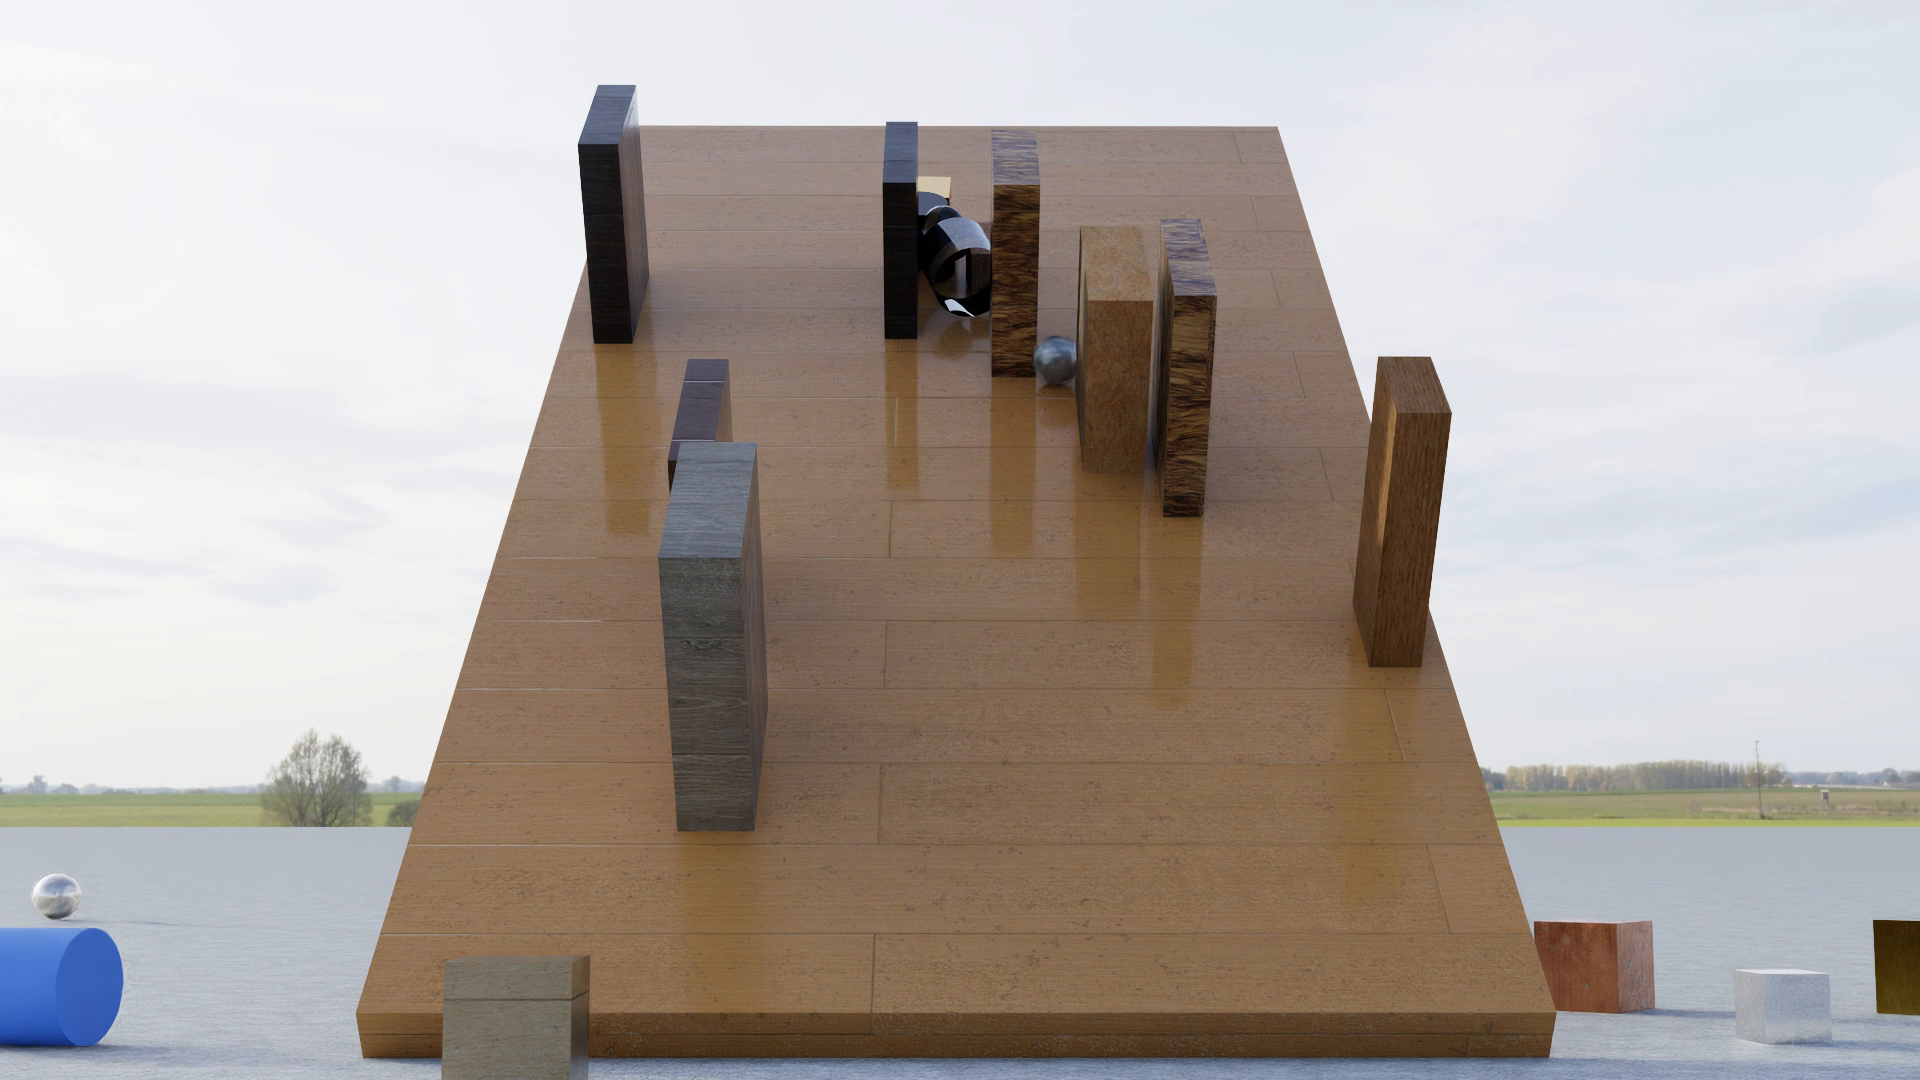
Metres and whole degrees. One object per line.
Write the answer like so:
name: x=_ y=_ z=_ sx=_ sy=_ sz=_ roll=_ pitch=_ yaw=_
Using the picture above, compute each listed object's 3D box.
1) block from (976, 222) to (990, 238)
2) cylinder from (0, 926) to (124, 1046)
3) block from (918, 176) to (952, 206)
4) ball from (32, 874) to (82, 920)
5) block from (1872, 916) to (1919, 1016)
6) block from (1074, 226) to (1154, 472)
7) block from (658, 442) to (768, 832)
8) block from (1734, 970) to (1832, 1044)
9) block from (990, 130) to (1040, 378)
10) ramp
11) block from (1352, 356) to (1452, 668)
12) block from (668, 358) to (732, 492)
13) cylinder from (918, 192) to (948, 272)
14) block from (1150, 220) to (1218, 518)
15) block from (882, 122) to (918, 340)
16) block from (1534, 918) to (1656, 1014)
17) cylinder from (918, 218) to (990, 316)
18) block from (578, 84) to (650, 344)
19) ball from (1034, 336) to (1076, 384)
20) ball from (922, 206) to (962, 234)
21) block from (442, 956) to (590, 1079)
block: x=0.065 y=-0.772 z=6.523 sx=0.122 sy=0.122 sz=0.122 roll=-3 pitch=31 yaw=-6
cylinder: x=-1.646 y=0.796 z=4.341 sx=0.208 sy=0.208 sz=0.208 roll=-2 pitch=-7 yaw=14
block: x=-0.101 y=-0.909 z=6.727 sx=0.146 sy=0.146 sz=0.146 roll=1 pitch=31 yaw=2
ball: x=-3.660 y=1.444 z=9.851 sx=0.186 sy=0.186 sz=0.186 roll=0 pitch=-7 yaw=0
block: x=2.038 y=0.888 z=5.066 sx=0.192 sy=0.192 sz=0.192 roll=-6 pitch=-9 yaw=40
block: x=0.356 y=-0.450 z=5.684 sx=0.144 sy=0.437 sz=0.409 roll=0 pitch=31 yaw=0
block: x=-0.448 y=0.177 z=4.489 sx=0.141 sy=0.589 sz=0.411 roll=0 pitch=31 yaw=0
block: x=1.495 y=0.848 z=4.420 sx=0.124 sy=0.124 sz=0.124 roll=1 pitch=-7 yaw=-7
block: x=0.134 y=-0.714 z=6.048 sx=0.110 sy=0.512 sz=0.351 roll=0 pitch=31 yaw=0
ramp: x=-0.014 y=-0.200 z=5.787 sx=2.000 sy=0.100 sz=4.000 roll=0 pitch=31 yaw=0
block: x=0.884 y=-0.054 z=4.886 sx=0.105 sy=0.584 sz=0.240 roll=0 pitch=31 yaw=0
block: x=-0.523 y=-0.059 z=4.987 sx=0.084 sy=0.479 sz=0.433 roll=0 pitch=31 yaw=0
cylinder: x=-0.115 y=-0.837 z=6.589 sx=0.164 sy=0.164 sz=0.164 roll=0 pitch=31 yaw=0
block: x=0.500 y=-0.389 z=5.478 sx=0.090 sy=0.546 sz=0.404 roll=0 pitch=31 yaw=0
block: x=-0.151 y=-0.803 z=6.275 sx=0.083 sy=0.429 sz=0.410 roll=0 pitch=31 yaw=0
block: x=1.350 y=0.904 z=5.170 sx=0.185 sy=0.185 sz=0.185 roll=-5 pitch=-8 yaw=38
cylinder: x=0.007 y=-0.714 z=6.352 sx=0.196 sy=0.196 sz=0.196 roll=2 pitch=30 yaw=-16
block: x=-0.882 y=-0.835 z=6.217 sx=0.099 sy=0.539 sz=0.408 roll=0 pitch=31 yaw=0
ball: x=0.239 y=-0.443 z=5.972 sx=0.117 sy=0.117 sz=0.117 roll=0 pitch=-7 yaw=0
ball: x=-0.045 y=-0.831 z=6.453 sx=0.115 sy=0.115 sz=0.115 roll=0 pitch=-7 yaw=0
block: x=-0.671 y=0.731 z=3.688 sx=0.189 sy=0.189 sz=0.189 roll=0 pitch=-7 yaw=0
